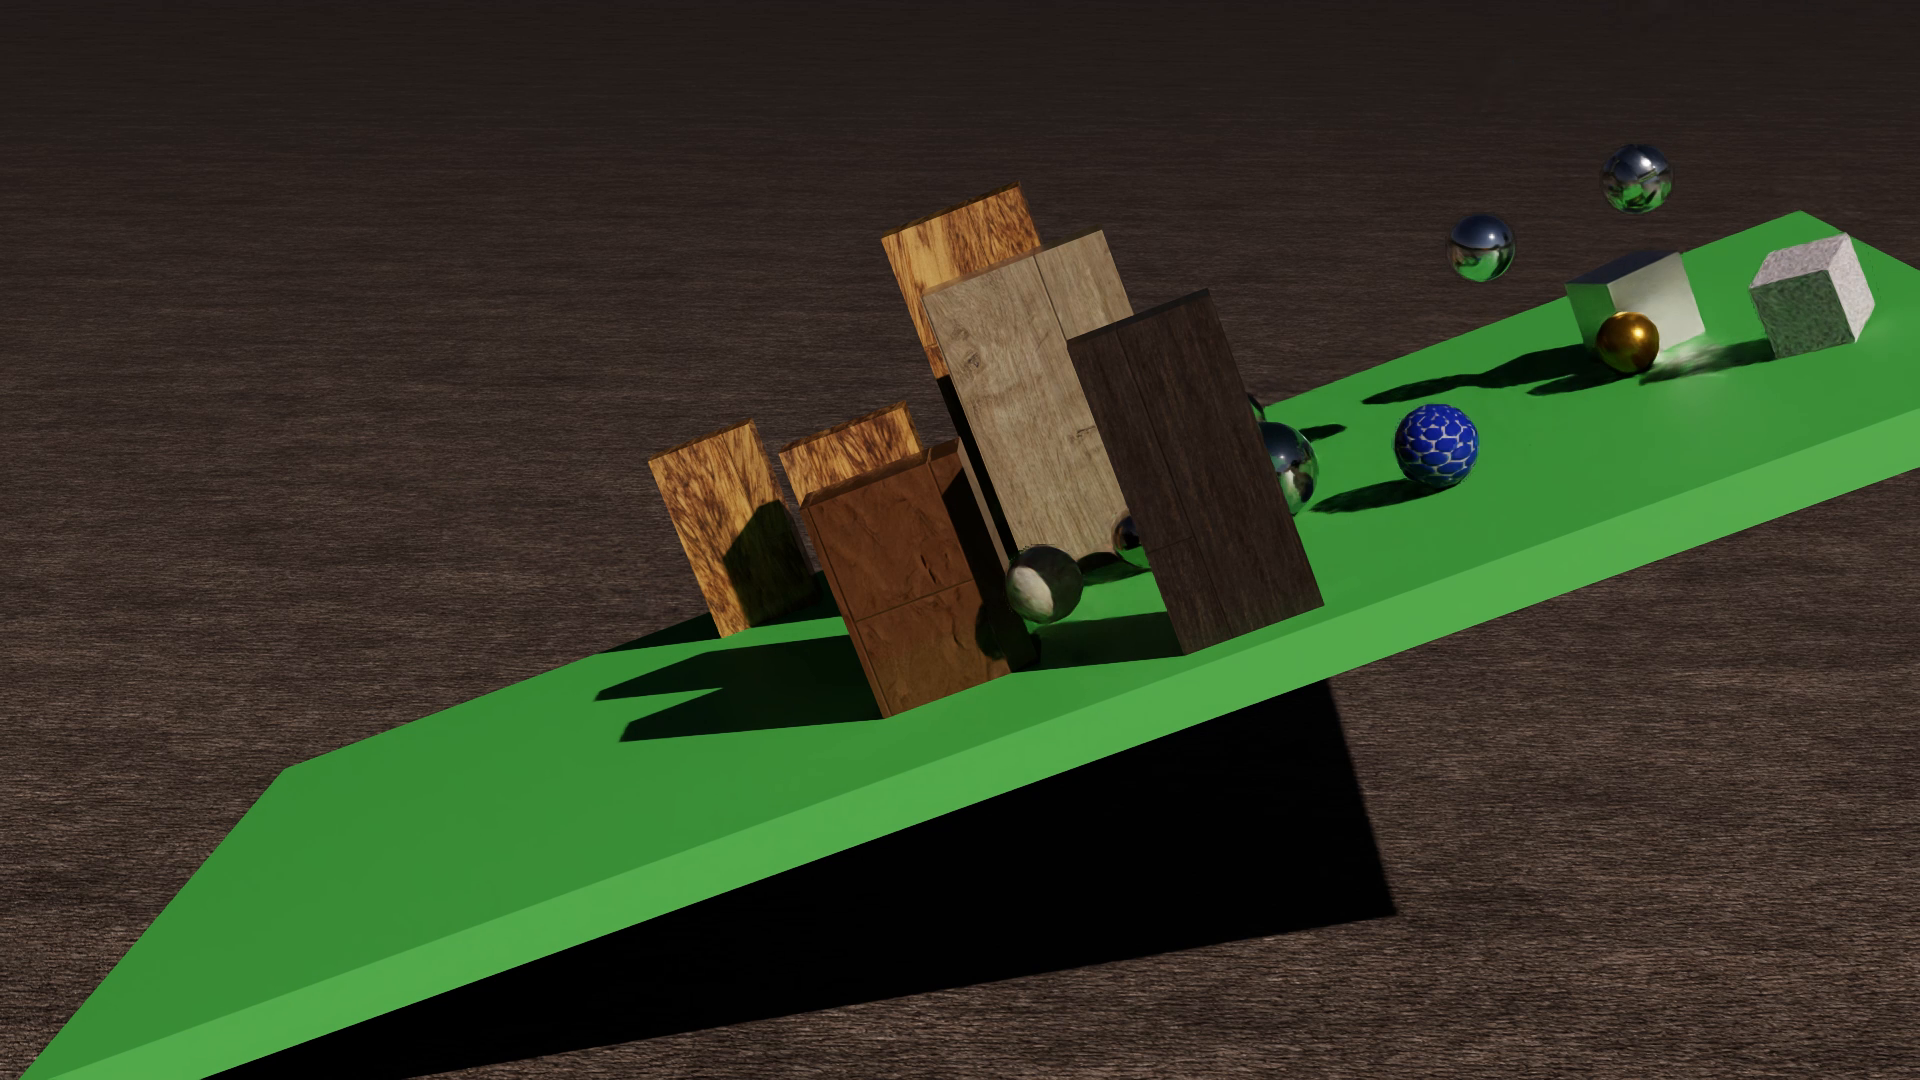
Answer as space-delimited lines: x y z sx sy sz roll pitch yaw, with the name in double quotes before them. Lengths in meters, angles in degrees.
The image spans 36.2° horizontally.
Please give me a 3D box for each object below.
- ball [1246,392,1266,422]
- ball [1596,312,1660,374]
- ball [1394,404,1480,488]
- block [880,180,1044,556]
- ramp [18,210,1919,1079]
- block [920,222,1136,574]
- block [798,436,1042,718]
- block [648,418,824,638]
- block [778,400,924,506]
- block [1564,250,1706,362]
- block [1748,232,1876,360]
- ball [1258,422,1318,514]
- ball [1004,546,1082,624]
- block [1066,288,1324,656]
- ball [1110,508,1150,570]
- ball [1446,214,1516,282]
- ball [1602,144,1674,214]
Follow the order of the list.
"ball" 0.600 -0.254 6.595 0.177 0.177 0.177 0 13 0
"ball" 1.384 -0.409 6.096 0.131 0.131 0.131 0 13 0
"ball" 0.939 -0.186 5.794 0.167 0.167 0.167 0 13 0
"block" 0.119 -0.387 6.663 0.327 0.775 0.124 -20 12 7
"ramp" 0.120 0.175 6.293 4.000 0.100 2.000 -20 12 7
"block" 0.229 -0.280 6.235 0.405 0.673 0.119 -20 12 7
"block" -0.074 0.074 5.746 0.326 0.446 0.148 -20 12 7
"block" -0.530 -0.028 6.986 0.255 0.459 0.084 -20 12 7
"block" -0.154 -0.007 6.123 0.274 0.498 0.087 -20 12 7
"block" 1.437 -0.497 6.268 0.182 0.182 0.182 -25 12 -14
"block" 1.669 -0.477 5.761 0.162 0.162 0.162 -13 23 37
"ball" 0.634 -0.141 6.045 0.206 0.206 0.206 0 13 0
"ball" 0.160 0.085 5.610 0.149 0.149 0.149 0 13 0
"block" 0.428 -0.122 5.331 0.271 0.607 0.090 -20 12 7
"ball" 0.380 -0.009 6.068 0.137 0.137 0.137 0 13 0
"ball" 1.091 -0.613 6.162 0.142 0.142 0.142 0 13 0
"ball" 1.407 -0.750 6.108 0.146 0.146 0.146 0 13 0
